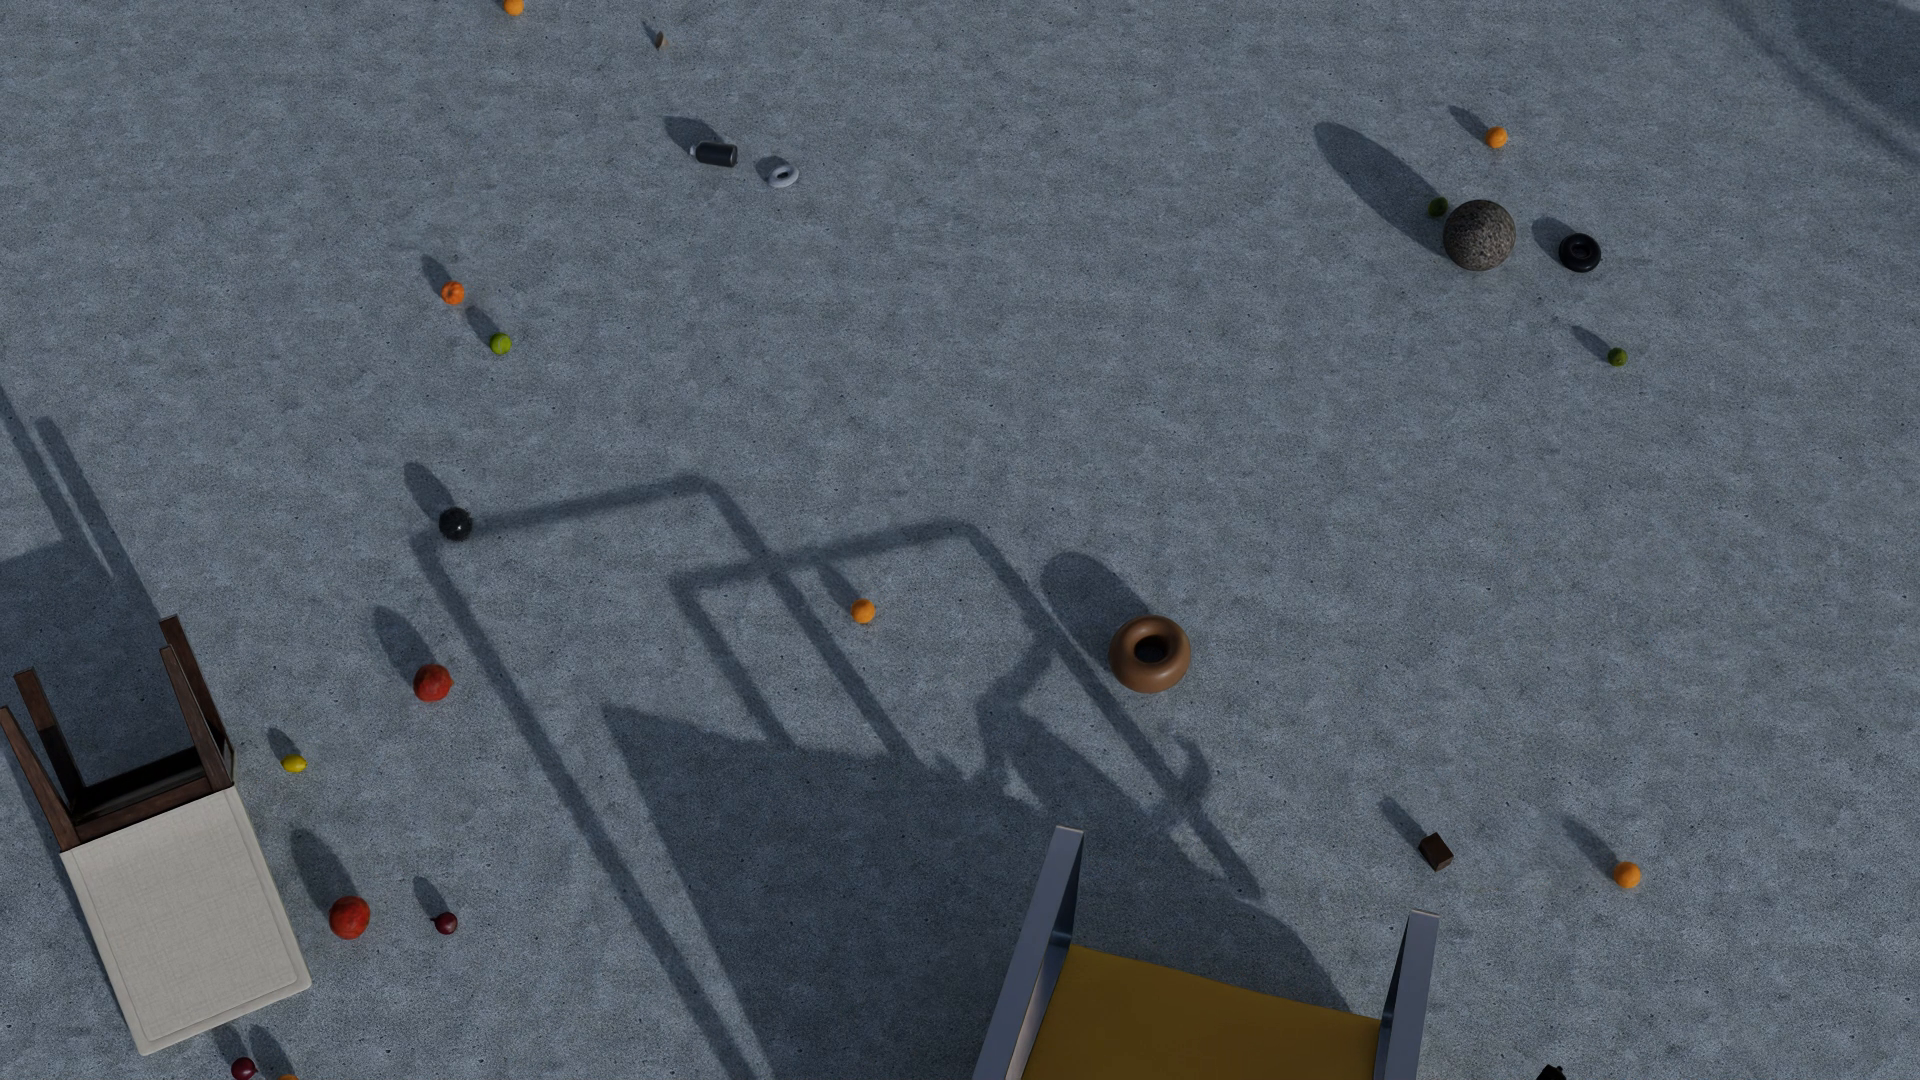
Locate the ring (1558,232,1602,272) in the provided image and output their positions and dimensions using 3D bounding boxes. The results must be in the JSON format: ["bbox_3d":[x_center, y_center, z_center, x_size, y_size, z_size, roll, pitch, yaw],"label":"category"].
[{"bbox_3d":[2.023,-0.937,7.175,0.137,0.047,0.157,5,57,4],"label":"ring"}]

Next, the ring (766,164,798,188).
[{"bbox_3d":[-0.594,-1.220,7.376,0.116,0.029,0.089,-30,60,-19],"label":"ring"}]

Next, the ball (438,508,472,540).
[{"bbox_3d":[-1.501,-0.048,6.547,0.098,0.098,0.098,0,56,0],"label":"ball"}]

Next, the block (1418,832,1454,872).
[{"bbox_3d":[1.293,0.848,5.973,0.050,0.054,0.081,-24,59,-15],"label":"block"}]

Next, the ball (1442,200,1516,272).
[{"bbox_3d":[1.674,-0.983,7.094,0.231,0.231,0.231,0,56,0],"label":"ball"}]

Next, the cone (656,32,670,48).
[{"bbox_3d":[-1.040,-1.749,7.733,0.041,0.056,0.071,17,39,-30],"label":"cone"}]

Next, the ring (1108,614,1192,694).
[{"bbox_3d":[0.543,0.326,6.286,0.242,0.118,0.231,-40,64,-22],"label":"ring"}]
